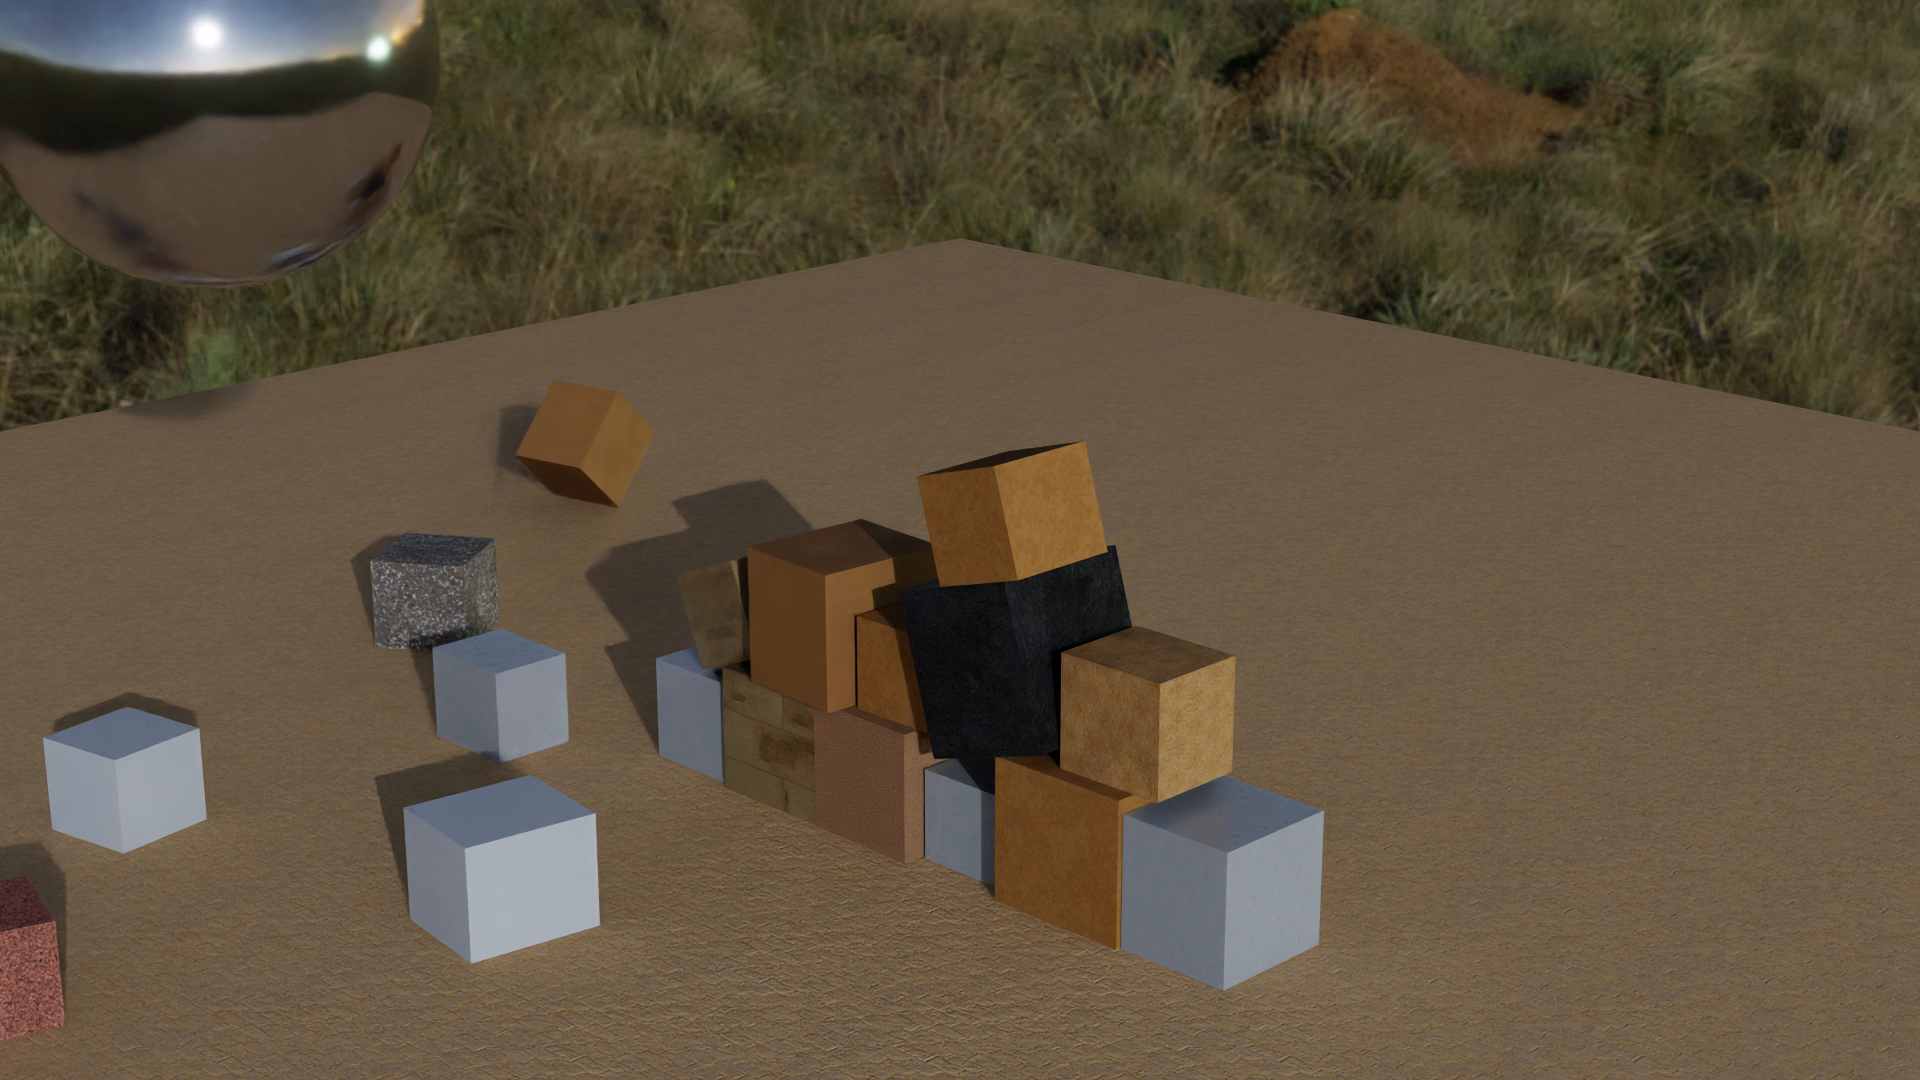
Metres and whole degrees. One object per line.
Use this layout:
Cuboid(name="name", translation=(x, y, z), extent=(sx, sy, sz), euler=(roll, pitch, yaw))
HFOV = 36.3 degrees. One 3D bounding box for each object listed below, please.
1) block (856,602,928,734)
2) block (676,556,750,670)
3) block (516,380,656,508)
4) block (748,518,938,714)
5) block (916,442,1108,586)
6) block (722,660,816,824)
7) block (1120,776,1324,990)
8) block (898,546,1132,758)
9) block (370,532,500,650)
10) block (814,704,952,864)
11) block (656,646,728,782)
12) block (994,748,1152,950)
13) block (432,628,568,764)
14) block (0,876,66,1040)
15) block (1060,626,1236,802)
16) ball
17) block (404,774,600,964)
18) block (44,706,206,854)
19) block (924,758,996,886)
Cuboid(name="block", translation=(-0.151, 0.568, 13.645), extent=(0.459, 0.456, 0.467), euler=(16, 24, 42))
Cuboid(name="block", translation=(-0.987, 0.313, 14.473), extent=(0.530, 0.485, 0.503), euler=(-17, 2, -38))
Cuboid(name="block", translation=(-2.431, -0.625, 19.055), extent=(0.542, 0.577, 0.506), euler=(11, -24, 32))
Cuboid(name="block", translation=(-0.549, 0.352, 13.970), extent=(0.693, 0.674, 0.590), euler=(-15, 22, -39))
Cuboid(name="block", translation=(0.231, -0.114, 12.944), extent=(0.561, 0.502, 0.509), euler=(-17, 7, -41))
Cuboid(name="block", translation=(-0.701, 0.924, 14.344), extent=(0.664, 0.637, 0.621), euler=(17, 24, 42))
Cuboid(name="block", translation=(1.128, 1.465, 12.634), extent=(0.641, 0.629, 0.580), euler=(-17, 24, -42))
Cuboid(name="block", translation=(0.290, 0.506, 13.204), extent=(0.727, 0.780, 0.683), euler=(-17, 7, -43))
Cuboid(name="block", translation=(-2.960, 0.295, 16.559), extent=(0.538, 0.507, 0.536), euler=(3, 18, 11))
Cuboid(name="block", translation=(-0.247, 1.062, 13.900), extent=(0.624, 0.639, 0.623), euler=(-16, 24, -41))
Cuboid(name="block", translation=(-1.115, 0.839, 14.802), extent=(0.600, 0.523, 0.560), euler=(-17, 24, -42))
Cuboid(name="block", translation=(0.648, 1.296, 13.059), extent=(0.731, 0.697, 0.659), euler=(17, 24, 42))
Cuboid(name="block", translation=(-2.352, 0.794, 15.019), extent=(0.433, 0.480, 0.545), euler=(-16, 24, -42))
Cuboid(name="block", translation=(-4.013, 1.738, 12.031), extent=(0.516, 0.471, 0.514), euler=(-10, 20, -28))
Cuboid(name="block", translation=(0.813, 0.749, 12.739), extent=(0.564, 0.539, 0.495), euler=(16, 24, 42))
Cuboid(name="ball", translation=(-2.598, -1.668, 10.094), extent=(1.600, 1.600, 1.600), euler=(0, 17, 0))
Cuboid(name="block", translation=(-2.013, 1.436, 12.886), extent=(0.636, 0.534, 0.566), euler=(-13, 22, -35))
Cuboid(name="block", translation=(-3.971, 1.136, 13.952), extent=(0.511, 0.467, 0.504), euler=(12, 21, 33))
Cuboid(name="block", translation=(0.188, 1.278, 13.535), extent=(0.447, 0.446, 0.544), euler=(-17, 24, -42))
